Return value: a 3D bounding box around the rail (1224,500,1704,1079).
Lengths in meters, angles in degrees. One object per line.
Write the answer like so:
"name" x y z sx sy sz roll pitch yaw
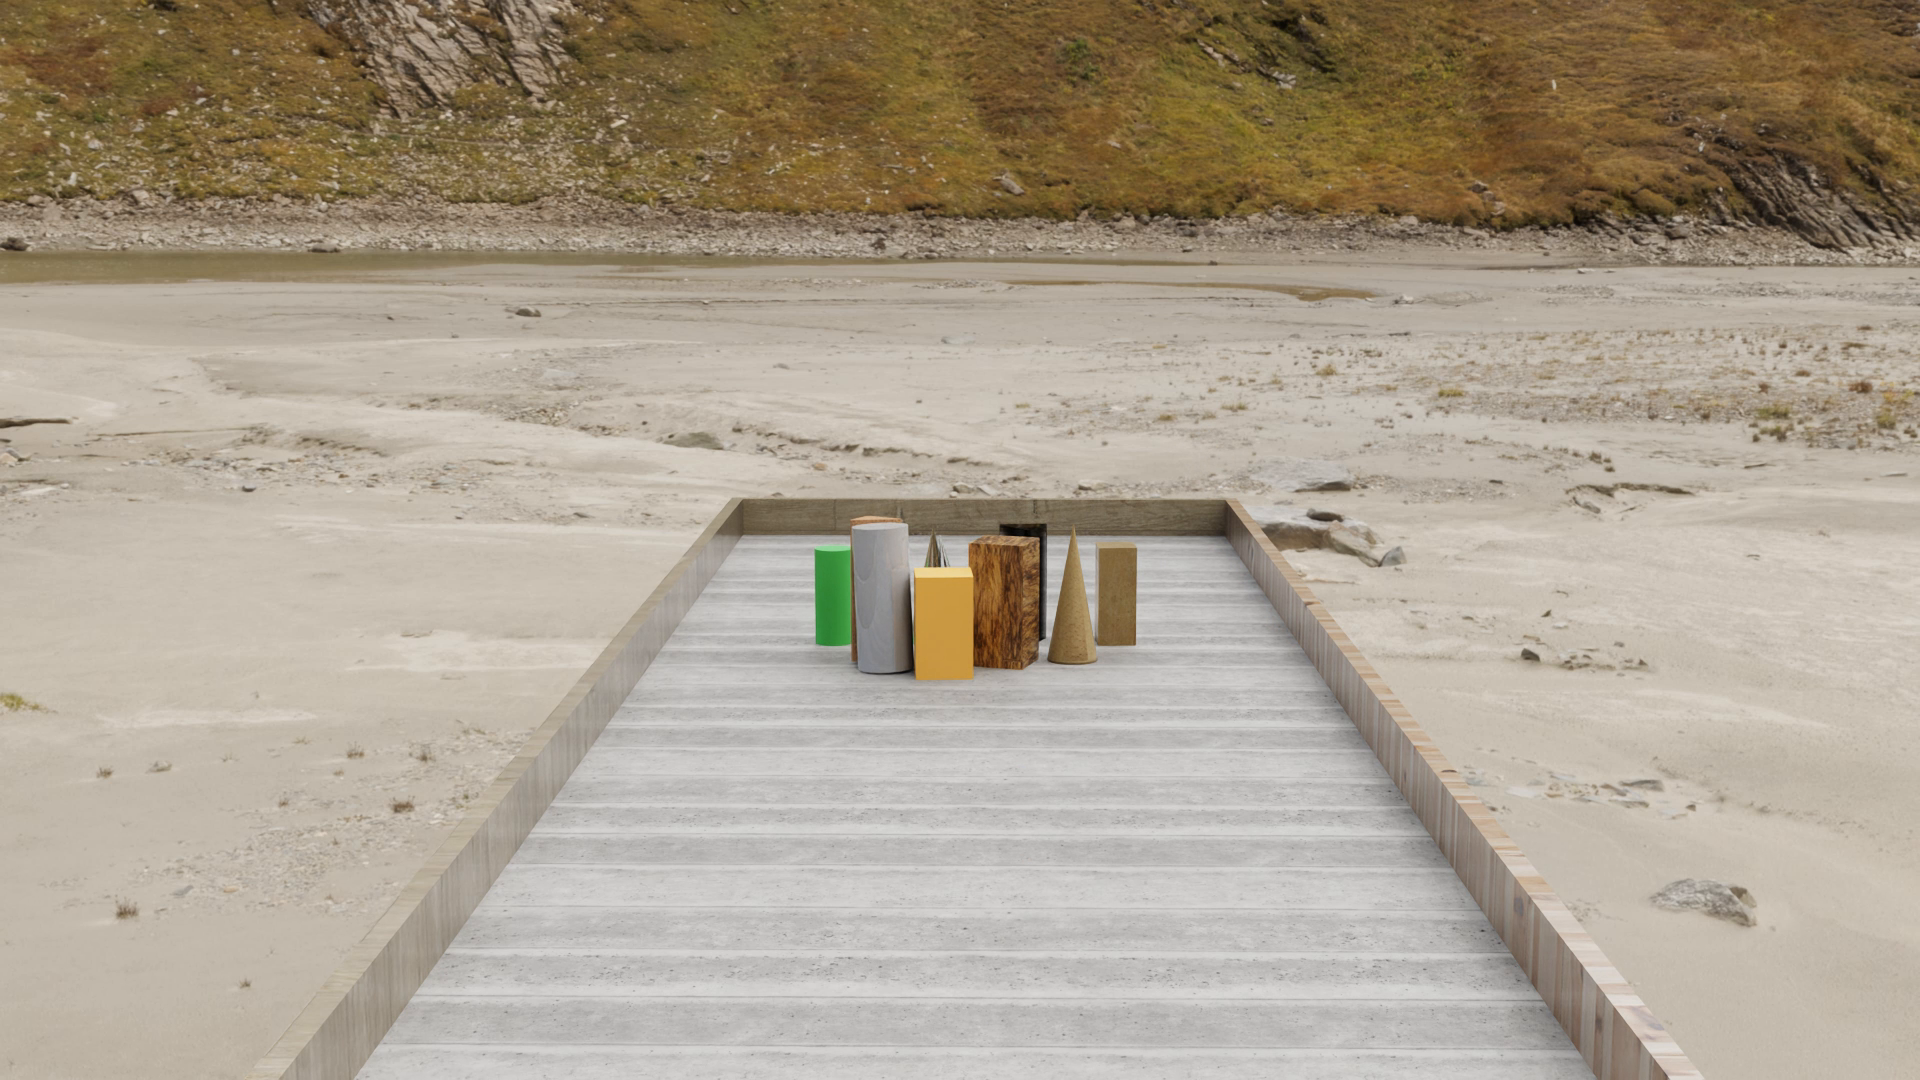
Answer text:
"rail" 1.046 0.843 3.208 0.050 0.150 12.000 0 9 1

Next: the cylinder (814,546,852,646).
"cylinder" -0.397 0.175 6.943 0.121 0.302 0.121 0 9 0

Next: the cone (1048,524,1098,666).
"cone" 0.343 0.156 6.672 0.154 0.424 0.154 0 9 0

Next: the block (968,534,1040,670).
"block" 0.133 0.186 6.639 0.170 0.375 0.170 3 10 18

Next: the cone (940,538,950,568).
"cone" -0.035 0.168 6.671 0.124 0.386 0.124 -8 13 2

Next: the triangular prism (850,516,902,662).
"triangular prism" -0.266 0.145 6.701 0.154 0.428 0.133 -1 6 -13

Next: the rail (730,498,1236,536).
"rail" 0.099 -0.098 9.147 2.100 0.150 0.050 0 9 1

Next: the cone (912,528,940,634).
"cone" -0.084 0.136 6.966 0.166 0.370 0.166 0 9 0

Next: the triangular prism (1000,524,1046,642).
"triangular prism" 0.222 0.136 6.970 0.129 0.369 0.149 -7 11 -36

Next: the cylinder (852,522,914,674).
"cylinder" -0.229 0.170 6.547 0.168 0.427 0.168 -2 7 0

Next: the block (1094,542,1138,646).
"block" 0.492 0.169 6.949 0.119 0.311 0.119 0 9 -2

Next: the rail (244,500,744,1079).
"rail" -1.004 0.839 3.234 0.050 0.150 12.000 0 9 1

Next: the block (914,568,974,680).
"block" -0.049 0.245 6.492 0.168 0.304 0.168 0 9 -3
